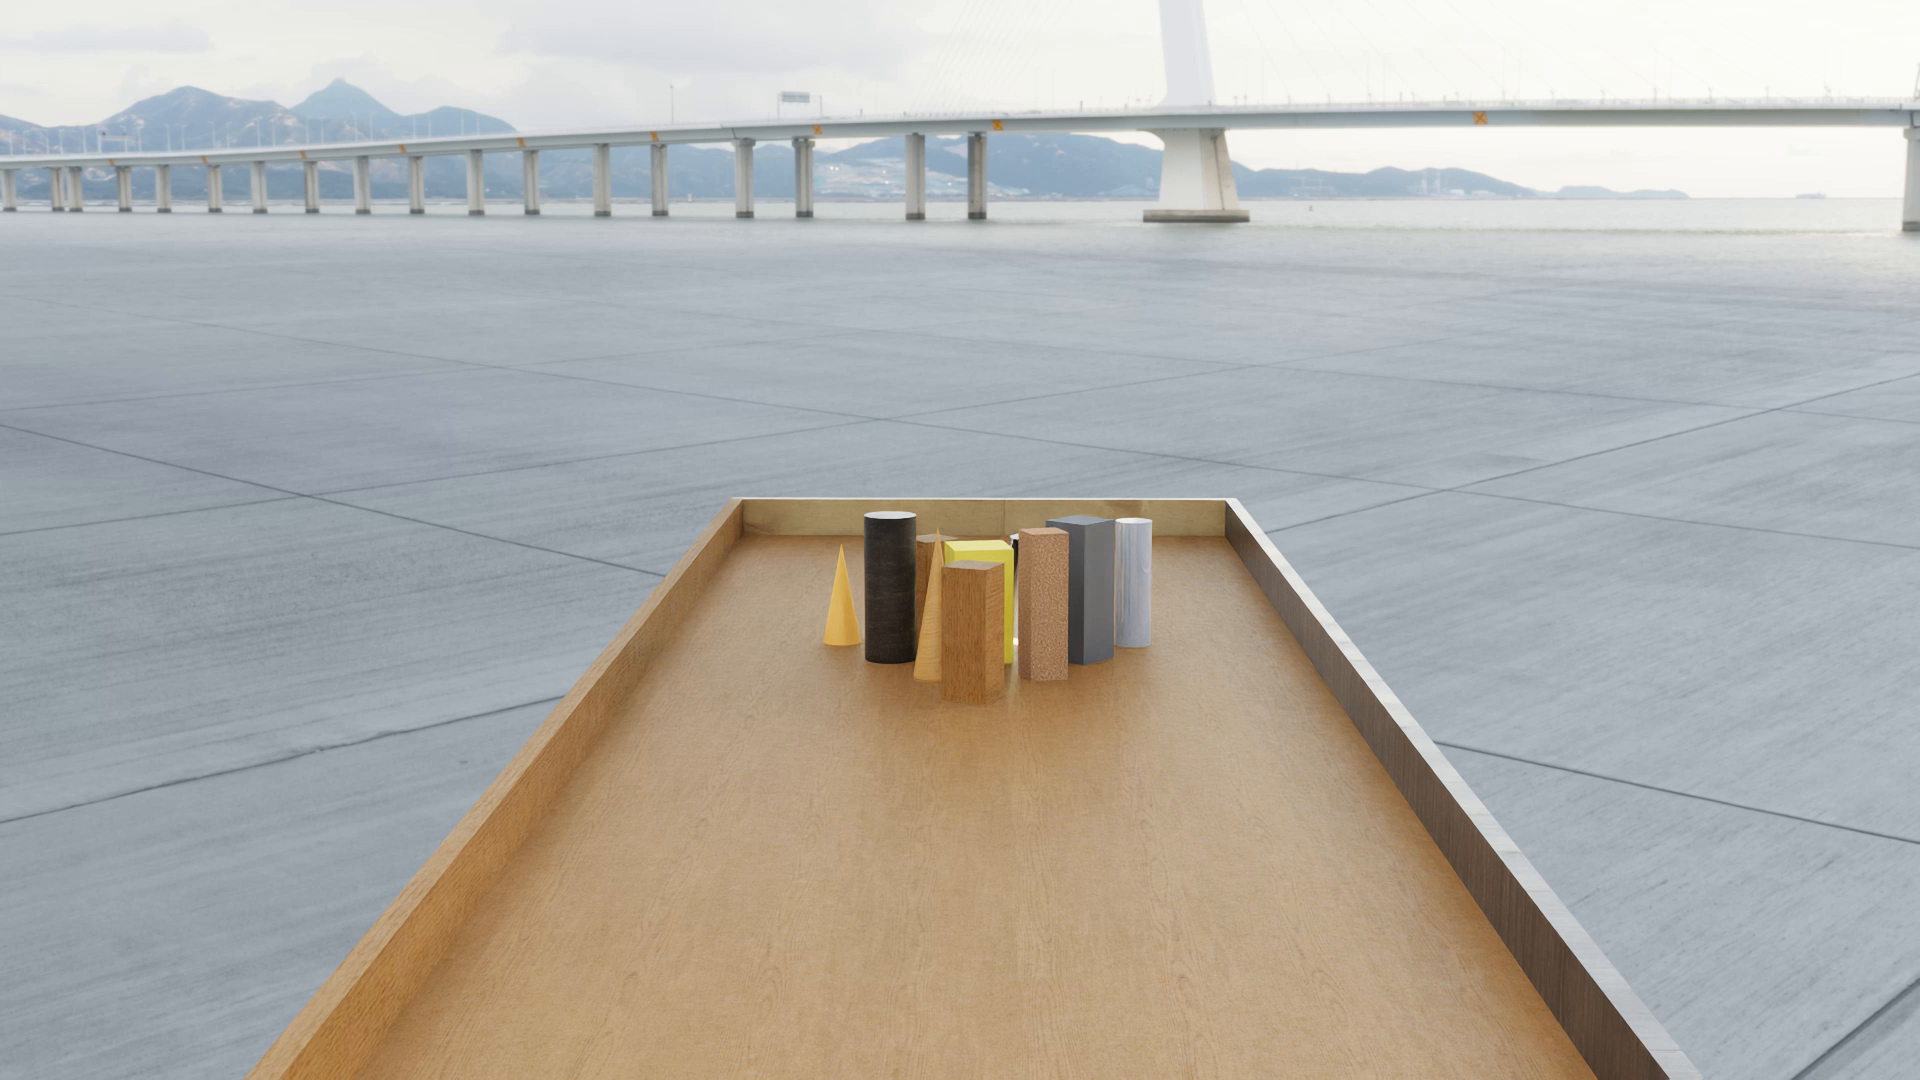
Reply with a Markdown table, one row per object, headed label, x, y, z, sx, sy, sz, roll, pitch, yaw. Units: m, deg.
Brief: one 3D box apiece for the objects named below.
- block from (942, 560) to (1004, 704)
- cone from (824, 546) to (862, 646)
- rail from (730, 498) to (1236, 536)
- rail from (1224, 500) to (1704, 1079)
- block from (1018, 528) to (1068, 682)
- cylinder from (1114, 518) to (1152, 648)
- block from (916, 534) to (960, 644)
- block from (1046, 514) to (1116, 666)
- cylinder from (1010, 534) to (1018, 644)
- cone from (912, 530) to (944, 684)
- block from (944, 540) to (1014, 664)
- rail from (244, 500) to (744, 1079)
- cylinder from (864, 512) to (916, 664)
| label | x | y | z | sx | sy | sz | roll | pitch | yaw |
| --- | --- | --- | --- | --- | --- | --- | --- | --- | --- |
| block | 0.036 | 0.256 | 6.180 | 0.135 | 0.379 | 0.135 | 4 | 10 | 23 |
| cone | -0.374 | 0.166 | 6.952 | 0.122 | 0.316 | 0.122 | 0 | 9 | 0 |
| rail | 0.099 | -0.098 | 9.147 | 2.100 | 0.150 | 0.050 | 0 | 9 | 1 |
| rail | 1.046 | 0.843 | 3.208 | 0.050 | 0.150 | 12.000 | 0 | 9 | 1 |
| block | 0.243 | 0.188 | 6.440 | 0.115 | 0.433 | 0.115 | -3 | 9 | -17 |
| cylinder | 0.544 | 0.134 | 6.910 | 0.114 | 0.393 | 0.114 | 0 | 9 | 0 |
| block | -0.092 | 0.157 | 6.964 | 0.132 | 0.330 | 0.132 | -7 | 11 | -36 |
| block | 0.365 | 0.150 | 6.695 | 0.150 | 0.428 | 0.150 | 8 | 12 | 40 |
| cylinder | 0.238 | 0.155 | 6.954 | 0.160 | 0.336 | 0.160 | 0 | 9 | 0 |
| cone | -0.065 | 0.183 | 6.417 | 0.148 | 0.450 | 0.148 | 0 | 9 | 0 |
| block | 0.057 | 0.189 | 6.703 | 0.180 | 0.349 | 0.180 | -2 | 9 | -10 |
| rail | -1.004 | 0.839 | 3.234 | 0.050 | 0.150 | 12.000 | 0 | 9 | 1 |
| cylinder | -0.211 | 0.143 | 6.689 | 0.159 | 0.443 | 0.159 | 0 | 9 | 0 |
